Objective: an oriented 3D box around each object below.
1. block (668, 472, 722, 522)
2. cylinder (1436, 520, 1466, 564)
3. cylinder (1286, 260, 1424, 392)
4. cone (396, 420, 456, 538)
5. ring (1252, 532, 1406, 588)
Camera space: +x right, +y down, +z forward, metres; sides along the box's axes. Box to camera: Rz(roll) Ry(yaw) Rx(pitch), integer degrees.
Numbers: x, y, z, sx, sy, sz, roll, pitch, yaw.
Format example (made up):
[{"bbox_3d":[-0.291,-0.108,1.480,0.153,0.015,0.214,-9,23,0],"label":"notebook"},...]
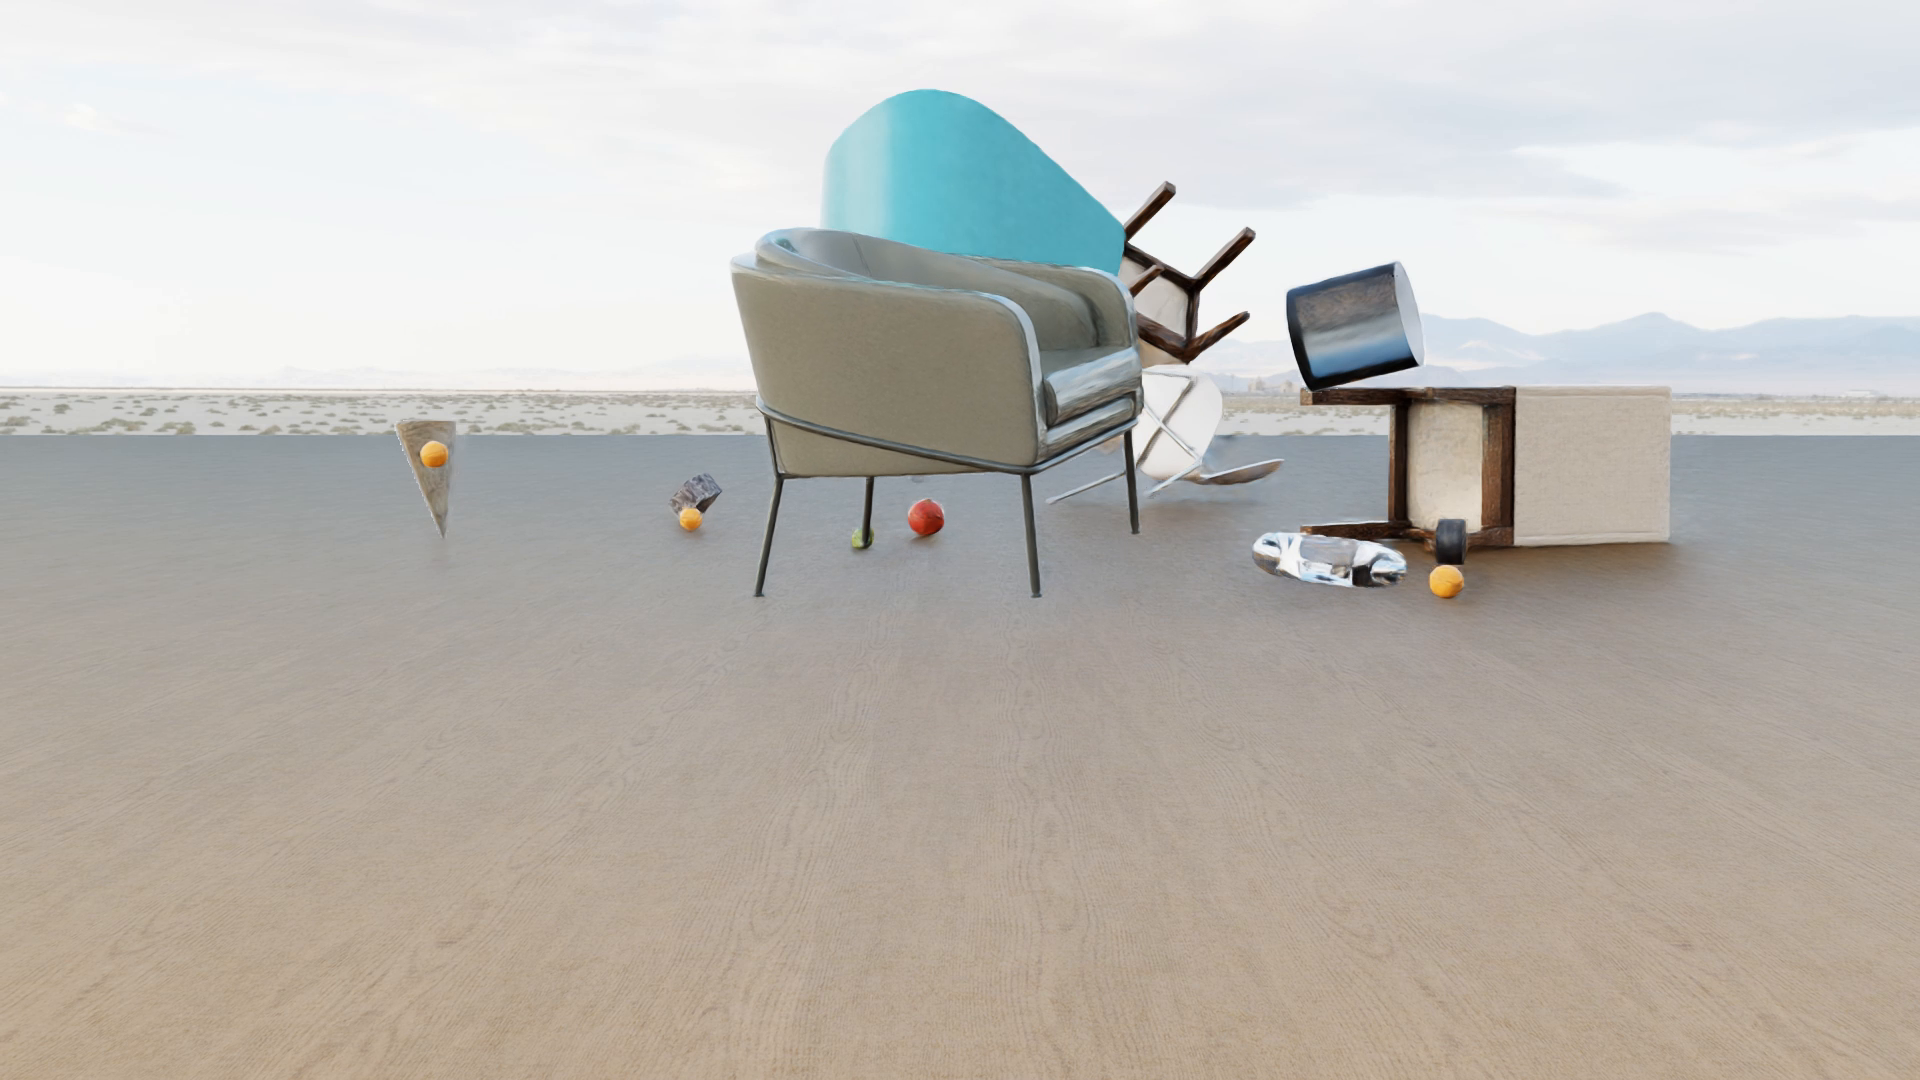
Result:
[{"bbox_3d":[-0.898,-0.145,7.451,0.118,0.085,0.124,-46,-10,35],"label":"block"},{"bbox_3d":[1.217,0.004,5.445,0.063,0.111,0.113,1,31,17],"label":"cylinder"},{"bbox_3d":[1.070,-0.578,5.958,0.308,0.289,0.191,-13,1,27],"label":"cylinder"},{"bbox_3d":[-1.555,-0.172,6.517,0.131,0.351,0.315,-9,1,11],"label":"cone"},{"bbox_3d":[0.846,0.045,5.044,0.348,0.099,0.394,6,3,-11],"label":"ring"}]
